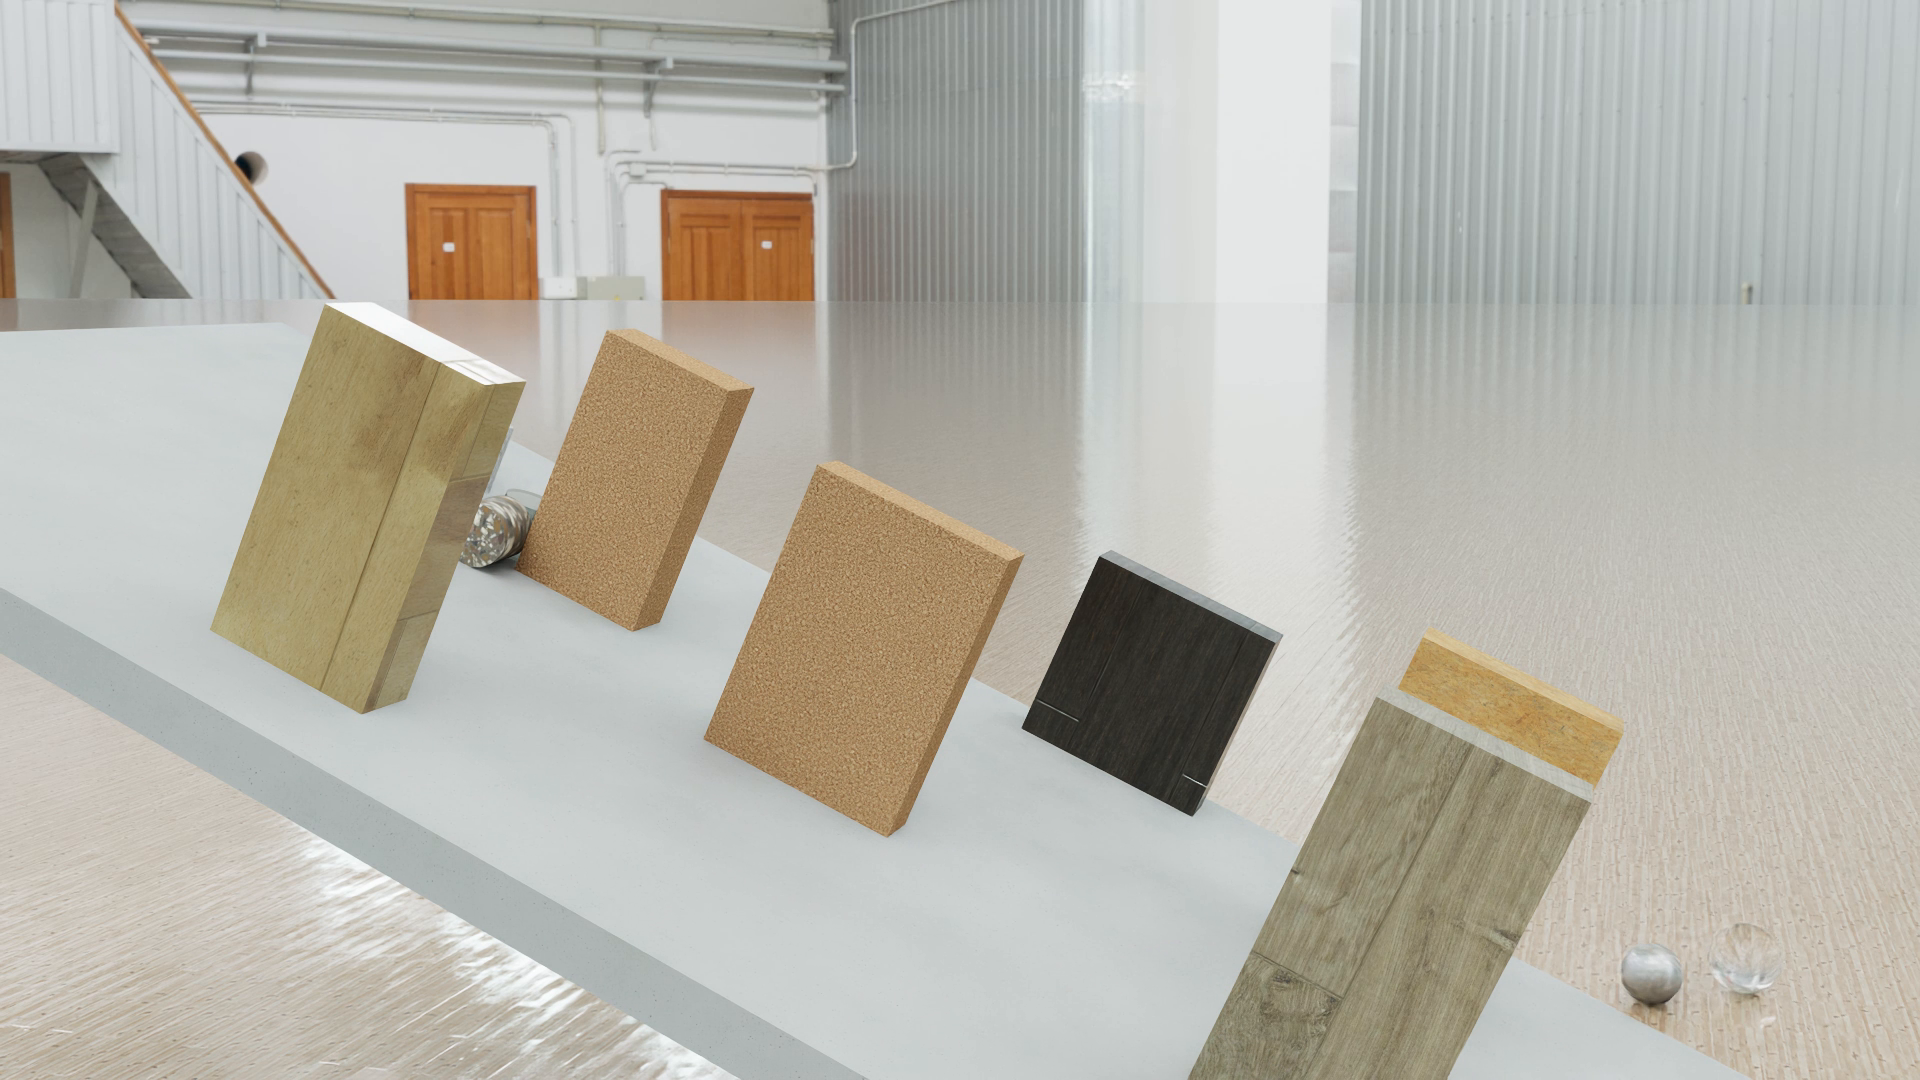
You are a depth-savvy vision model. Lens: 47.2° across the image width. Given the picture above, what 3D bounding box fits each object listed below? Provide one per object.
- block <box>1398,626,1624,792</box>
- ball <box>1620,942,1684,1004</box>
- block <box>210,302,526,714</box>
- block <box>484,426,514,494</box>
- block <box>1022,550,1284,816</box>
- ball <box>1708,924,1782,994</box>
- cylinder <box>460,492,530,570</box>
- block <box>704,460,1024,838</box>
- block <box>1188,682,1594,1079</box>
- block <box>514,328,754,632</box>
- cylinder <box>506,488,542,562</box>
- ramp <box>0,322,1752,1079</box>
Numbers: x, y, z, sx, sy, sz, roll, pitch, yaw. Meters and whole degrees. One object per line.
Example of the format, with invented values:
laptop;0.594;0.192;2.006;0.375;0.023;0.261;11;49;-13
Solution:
block;0.930;0.564;4.216;0.400;0.678;0.134;27;13;13
ball;1.758;1.102;5.588;0.153;0.153;0.153;0;7;0
block;-0.969;-0.054;3.591;0.308;0.587;0.136;27;13;13
block;-1.124;-0.209;4.868;0.162;0.162;0.162;29;14;21
block;0.423;0.314;4.867;0.427;0.433;0.115;27;13;13
ball;2.023;1.079;5.666;0.181;0.181;0.181;0;7;0
cylinder;-0.958;-0.019;4.476;0.130;0.130;0.130;1;16;9
block;-0.179;0.197;4.011;0.393;0.563;0.104;27;13;13
block;0.661;0.626;3.432;0.349;0.715;0.122;27;13;13
block;-0.666;-0.124;4.490;0.289;0.538;0.132;27;13;13
cylinder;-0.915;-0.029;4.614;0.118;0.118;0.118;22;13;-6
ramp;-0.279;0.482;4.179;4.000;0.100;2.000;27;13;13
